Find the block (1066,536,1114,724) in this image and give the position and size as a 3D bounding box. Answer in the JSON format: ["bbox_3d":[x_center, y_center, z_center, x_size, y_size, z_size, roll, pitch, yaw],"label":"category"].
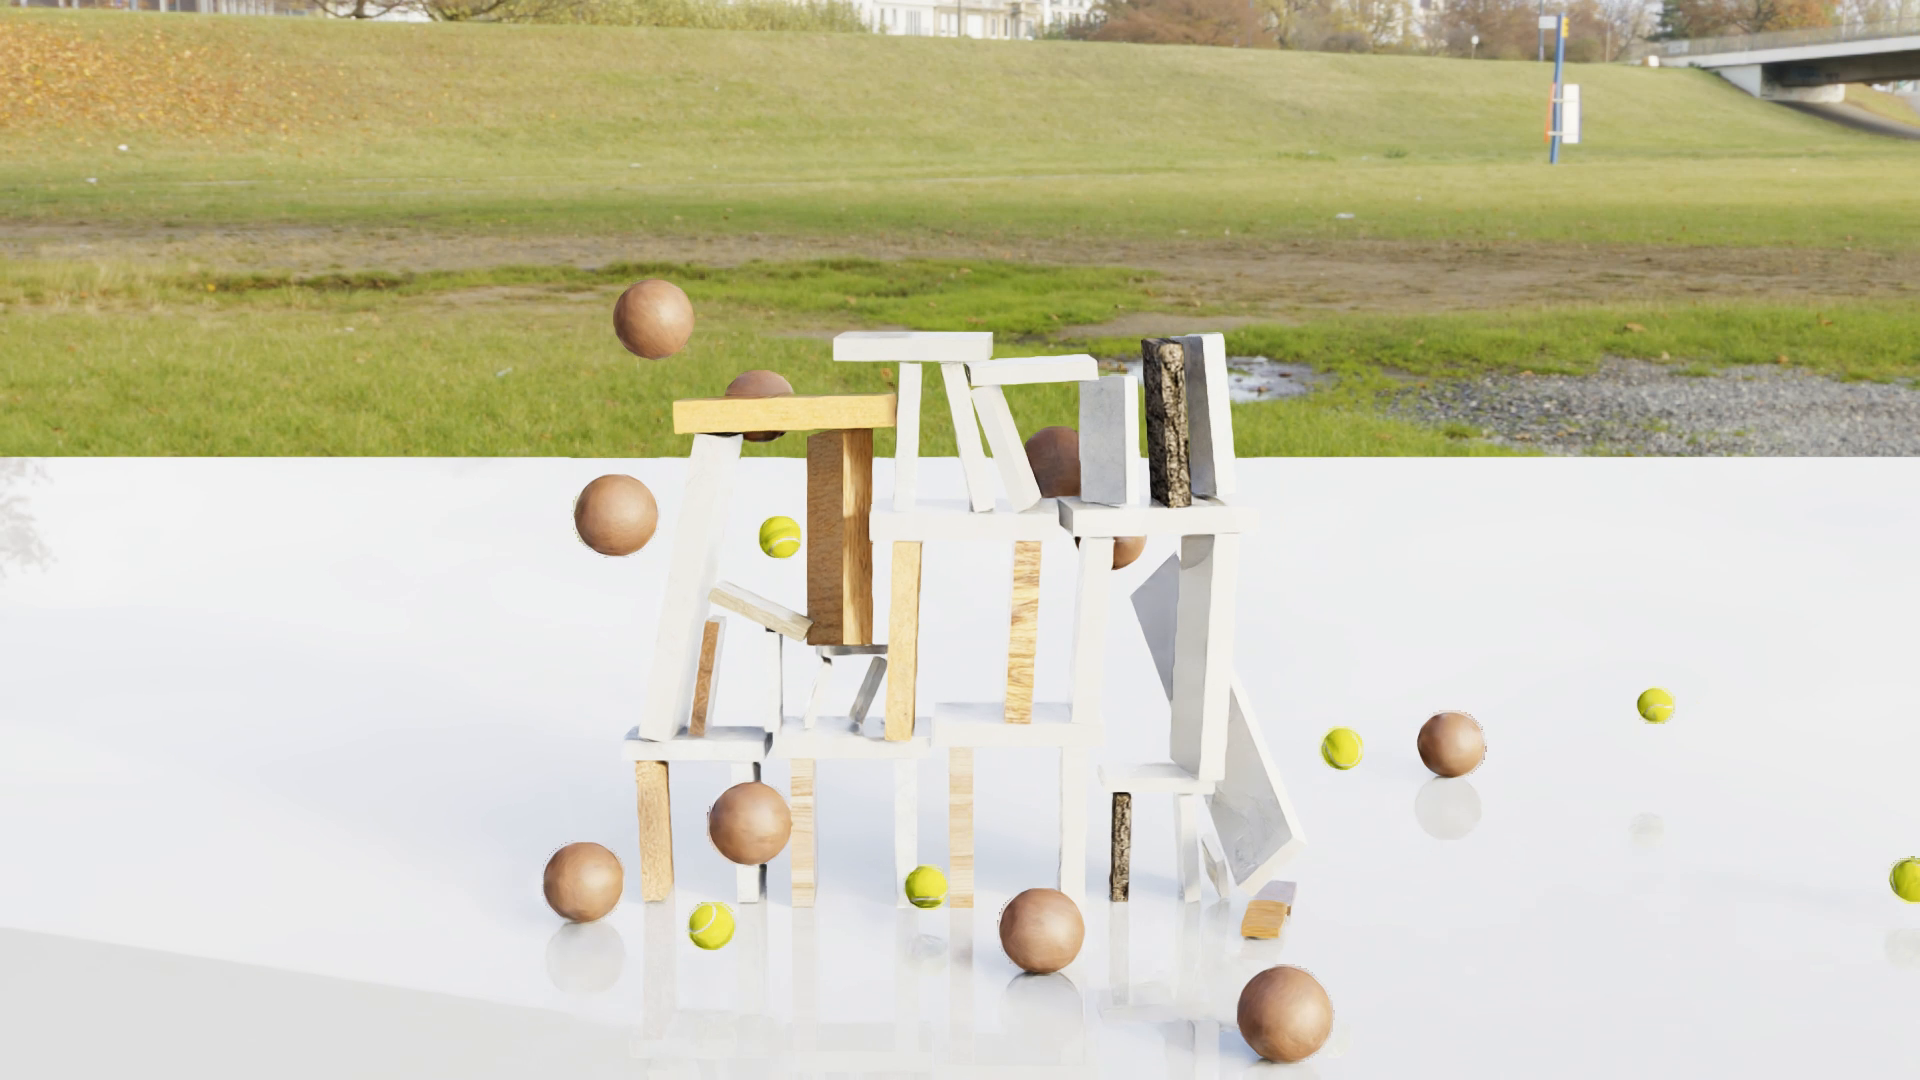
[{"bbox_3d":[0.212,0.133,3.583,0.043,0.302,0.151,4,11,-1],"label":"block"}]

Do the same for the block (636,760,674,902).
[{"bbox_3d":[-0.506,0.470,3.654,0.033,0.234,0.117,-2,7,3],"label":"block"}]

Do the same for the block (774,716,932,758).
[{"bbox_3d":[-0.173,0.325,3.619,0.252,0.036,0.126,0,11,0],"label":"block"}]

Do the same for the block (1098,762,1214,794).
[{"bbox_3d":[0.324,0.394,3.642,0.180,0.026,0.090,2,10,-6],"label":"block"}]

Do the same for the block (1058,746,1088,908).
[{"bbox_3d":[0.186,0.456,3.643,0.039,0.274,0.137,0,11,0],"label":"block"}]

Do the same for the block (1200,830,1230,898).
[{"bbox_3d":[0.420,0.535,3.615,0.017,0.118,0.059,-23,50,-6],"label":"block"}]

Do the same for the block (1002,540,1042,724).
[{"bbox_3d":[0.100,0.136,3.580,0.042,0.299,0.149,3,10,-1],"label":"block"}]

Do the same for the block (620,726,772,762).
[{"bbox_3d":[-0.434,0.337,3.638,0.234,0.033,0.117,0,7,1],"label":"block"}]

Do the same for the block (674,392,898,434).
[{"bbox_3d":[-0.278,-0.208,3.569,0.353,0.050,0.176,-2,6,-1],"label":"block"}]

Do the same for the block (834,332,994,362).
[{"bbox_3d":[-0.072,-0.308,3.491,0.241,0.034,0.121,1,11,6],"label":"block"}]

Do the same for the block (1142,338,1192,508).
[{"bbox_3d":[0.332,-0.190,3.537,0.037,0.259,0.130,-6,10,-8],"label":"block"}]

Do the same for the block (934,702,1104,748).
[{"bbox_3d":[0.095,0.303,3.612,0.274,0.039,0.137,0,11,-1],"label":"block"}]

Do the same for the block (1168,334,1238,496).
[{"bbox_3d":[0.398,-0.206,3.610,0.037,0.259,0.130,-8,7,-19],"label":"block"}]

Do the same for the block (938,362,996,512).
[{"bbox_3d":[0.010,-0.174,3.528,0.034,0.241,0.121,-13,11,-1],"label":"block"}]

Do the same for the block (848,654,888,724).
[{"bbox_3d":[-0.151,0.246,3.629,0.016,0.113,0.056,25,-4,-13],"label":"block"}]

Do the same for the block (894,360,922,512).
[{"bbox_3d":[-0.084,-0.175,3.535,0.034,0.241,0.121,3,10,-1],"label":"block"}]

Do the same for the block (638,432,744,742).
[{"bbox_3d":[-0.440,0.069,3.611,0.050,0.502,0.176,12,6,3],"label":"block"}]

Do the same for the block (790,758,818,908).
[{"bbox_3d":[-0.257,0.467,3.642,0.036,0.252,0.126,0,11,0],"label":"block"}]

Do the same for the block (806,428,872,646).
[{"bbox_3d":[-0.199,-0.003,3.631,0.050,0.353,0.176,1,-3,-24],"label":"block"}]

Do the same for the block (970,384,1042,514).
[{"bbox_3d":[0.074,-0.152,3.520,0.029,0.206,0.101,-19,6,14],"label":"block"}]

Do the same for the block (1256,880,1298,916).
[{"bbox_3d":[0.521,0.589,3.628,0.059,0.017,0.118,3,11,13],"label":"block"}]

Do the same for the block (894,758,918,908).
[{"bbox_3d":[-0.089,0.467,3.644,0.036,0.252,0.126,0,11,-1],"label":"block"}]

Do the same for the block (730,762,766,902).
[{"bbox_3d":[-0.350,0.471,3.653,0.033,0.234,0.117,-2,8,3],"label":"block"}]

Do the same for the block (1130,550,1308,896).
[{"bbox_3d":[0.436,0.295,3.814,0.037,0.130,0.781,31,24,-28],"label":"block"}]

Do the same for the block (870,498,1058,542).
[{"bbox_3d":[0.008,-0.033,3.552,0.299,0.042,0.149,0,11,1],"label":"block"}]

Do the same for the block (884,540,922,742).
[{"bbox_3d":[-0.091,0.150,3.573,0.042,0.323,0.149,3,11,1],"label":"block"}]

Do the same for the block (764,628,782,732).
[{"bbox_3d":[-0.306,0.223,3.608,0.024,0.168,0.084,1,11,-1],"label":"block"}]

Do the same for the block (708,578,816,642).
[{"bbox_3d":[-0.323,0.115,3.584,0.168,0.024,0.084,24,9,2],"label":"block"}]

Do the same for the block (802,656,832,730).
[{"bbox_3d":[-0.234,0.251,3.612,0.016,0.113,0.056,17,8,-10],"label":"block"}]

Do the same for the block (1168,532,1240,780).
[{"bbox_3d":[0.401,0.179,3.626,0.043,0.408,0.151,0,9,-14],"label":"block"}]

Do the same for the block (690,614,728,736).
[{"bbox_3d":[-0.416,0.223,3.634,0.024,0.189,0.084,9,5,2],"label":"block"}]

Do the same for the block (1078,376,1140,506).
[{"bbox_3d":[0.238,-0.160,3.518,0.029,0.203,0.101,-7,8,-43],"label":"block"}]

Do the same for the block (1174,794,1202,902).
[{"bbox_3d":[0.377,0.500,3.656,0.026,0.180,0.090,-5,11,-1],"label":"block"}]

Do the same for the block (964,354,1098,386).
[{"bbox_3d":[0.112,-0.271,3.511,0.203,0.029,0.101,-3,11,-5],"label":"block"}]

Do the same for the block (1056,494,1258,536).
[{"bbox_3d":[0.318,-0.042,3.575,0.301,0.043,0.151,-1,10,-8],"label":"block"}]

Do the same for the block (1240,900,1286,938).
[{"bbox_3d":[0.483,0.602,3.494,0.059,0.017,0.118,1,11,14],"label":"block"}]

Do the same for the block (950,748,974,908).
[{"bbox_3d":[0.003,0.456,3.643,0.039,0.274,0.137,0,11,0],"label":"block"}]

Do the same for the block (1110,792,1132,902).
[{"bbox_3d":[0.267,0.501,3.657,0.026,0.180,0.090,1,11,0],"label":"block"}]

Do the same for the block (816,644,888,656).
[{"bbox_3d":[-0.176,0.182,3.622,0.112,0.016,0.056,0,-3,-16],"label":"block"}]
